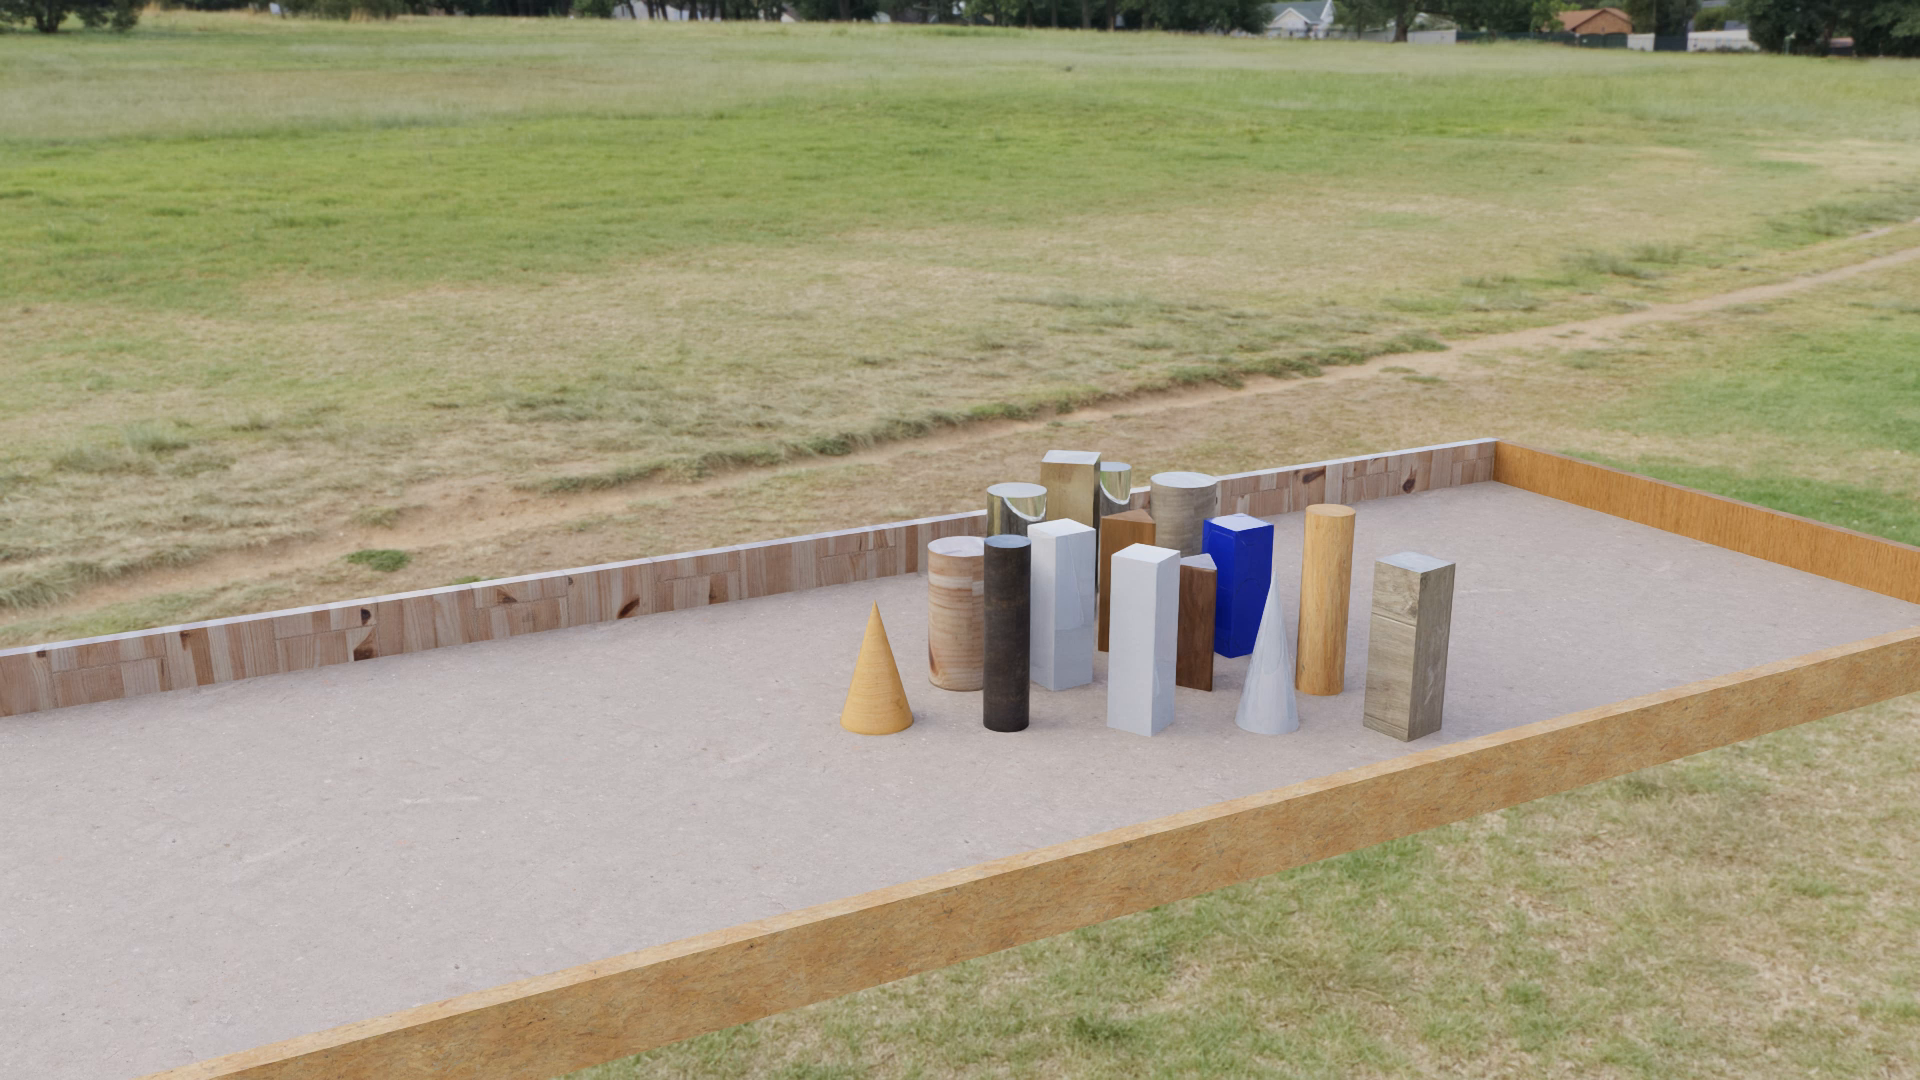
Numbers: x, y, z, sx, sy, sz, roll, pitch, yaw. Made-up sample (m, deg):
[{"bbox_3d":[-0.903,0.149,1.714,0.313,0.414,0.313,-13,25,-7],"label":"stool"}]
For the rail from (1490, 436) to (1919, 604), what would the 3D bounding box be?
[{"bbox_3d":[2.466,-0.048,5.253,0.050,0.150,2.100,-9,18,-27],"label":"rail"}]

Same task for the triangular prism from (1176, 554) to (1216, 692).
[{"bbox_3d":[0.591,0.199,4.116,0.135,0.316,0.117,9,19,28],"label":"triangular prism"}]

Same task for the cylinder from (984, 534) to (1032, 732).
[{"bbox_3d":[0.109,0.217,3.821,0.109,0.448,0.109,0,16,0],"label":"cylinder"}]

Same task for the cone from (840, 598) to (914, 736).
[{"bbox_3d":[-0.197,0.281,3.857,0.175,0.305,0.175,0,16,0],"label":"cone"}]

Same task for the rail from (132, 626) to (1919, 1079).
[{"bbox_3d":[-2.336,1.006,1.665,12.000,0.150,0.050,-9,18,-27],"label":"rail"}]

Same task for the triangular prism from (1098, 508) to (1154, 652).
[{"bbox_3d":[0.455,0.108,4.339,0.143,0.365,0.124,7,18,22],"label":"triangular prism"}]

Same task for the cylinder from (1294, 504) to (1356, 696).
[{"bbox_3d":[0.894,0.147,4.044,0.118,0.457,0.118,0,16,0],"label":"cylinder"}]

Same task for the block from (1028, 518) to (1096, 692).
[{"bbox_3d":[0.250,0.160,4.103,0.120,0.399,0.120,-10,19,-31],"label":"block"}]

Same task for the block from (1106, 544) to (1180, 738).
[{"bbox_3d":[0.425,0.231,3.823,0.116,0.420,0.116,11,20,33],"label":"block"}]

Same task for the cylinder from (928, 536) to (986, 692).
[{"bbox_3d":[0.008,0.183,4.113,0.176,0.350,0.176,0,16,0],"label":"cylinder"}]

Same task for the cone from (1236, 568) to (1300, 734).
[{"bbox_3d":[0.724,0.243,3.838,0.149,0.389,0.149,0,16,0],"label":"cone"}]

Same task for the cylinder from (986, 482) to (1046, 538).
[{"bbox_3d":[0.149,0.069,4.381,0.157,0.417,0.157,0,16,0],"label":"cylinder"}]

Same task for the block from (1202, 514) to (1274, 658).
[{"bbox_3d":[0.725,0.119,4.337,0.129,0.345,0.129,-10,19,-30],"label":"block"}]

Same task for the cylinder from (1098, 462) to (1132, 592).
[{"bbox_3d":[0.437,-0.036,4.823,0.116,0.368,0.116,0,16,0],"label":"cylinder"}]

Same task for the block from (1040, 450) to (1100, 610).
[{"bbox_3d":[0.307,-0.013,4.606,0.146,0.448,0.146,3,17,11],"label":"block"}]

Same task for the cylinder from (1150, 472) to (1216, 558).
[{"bbox_3d":[0.612,0.025,4.568,0.180,0.396,0.180,0,16,0],"label":"cylinder"}]

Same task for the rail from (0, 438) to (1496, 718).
[{"bbox_3d":[-3.305,0.497,3.399,12.000,0.150,0.050,-9,18,-27],"label":"rail"}]

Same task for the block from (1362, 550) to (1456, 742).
[{"bbox_3d":[1.034,0.244,3.803,0.127,0.407,0.127,-12,20,-36],"label":"block"}]
